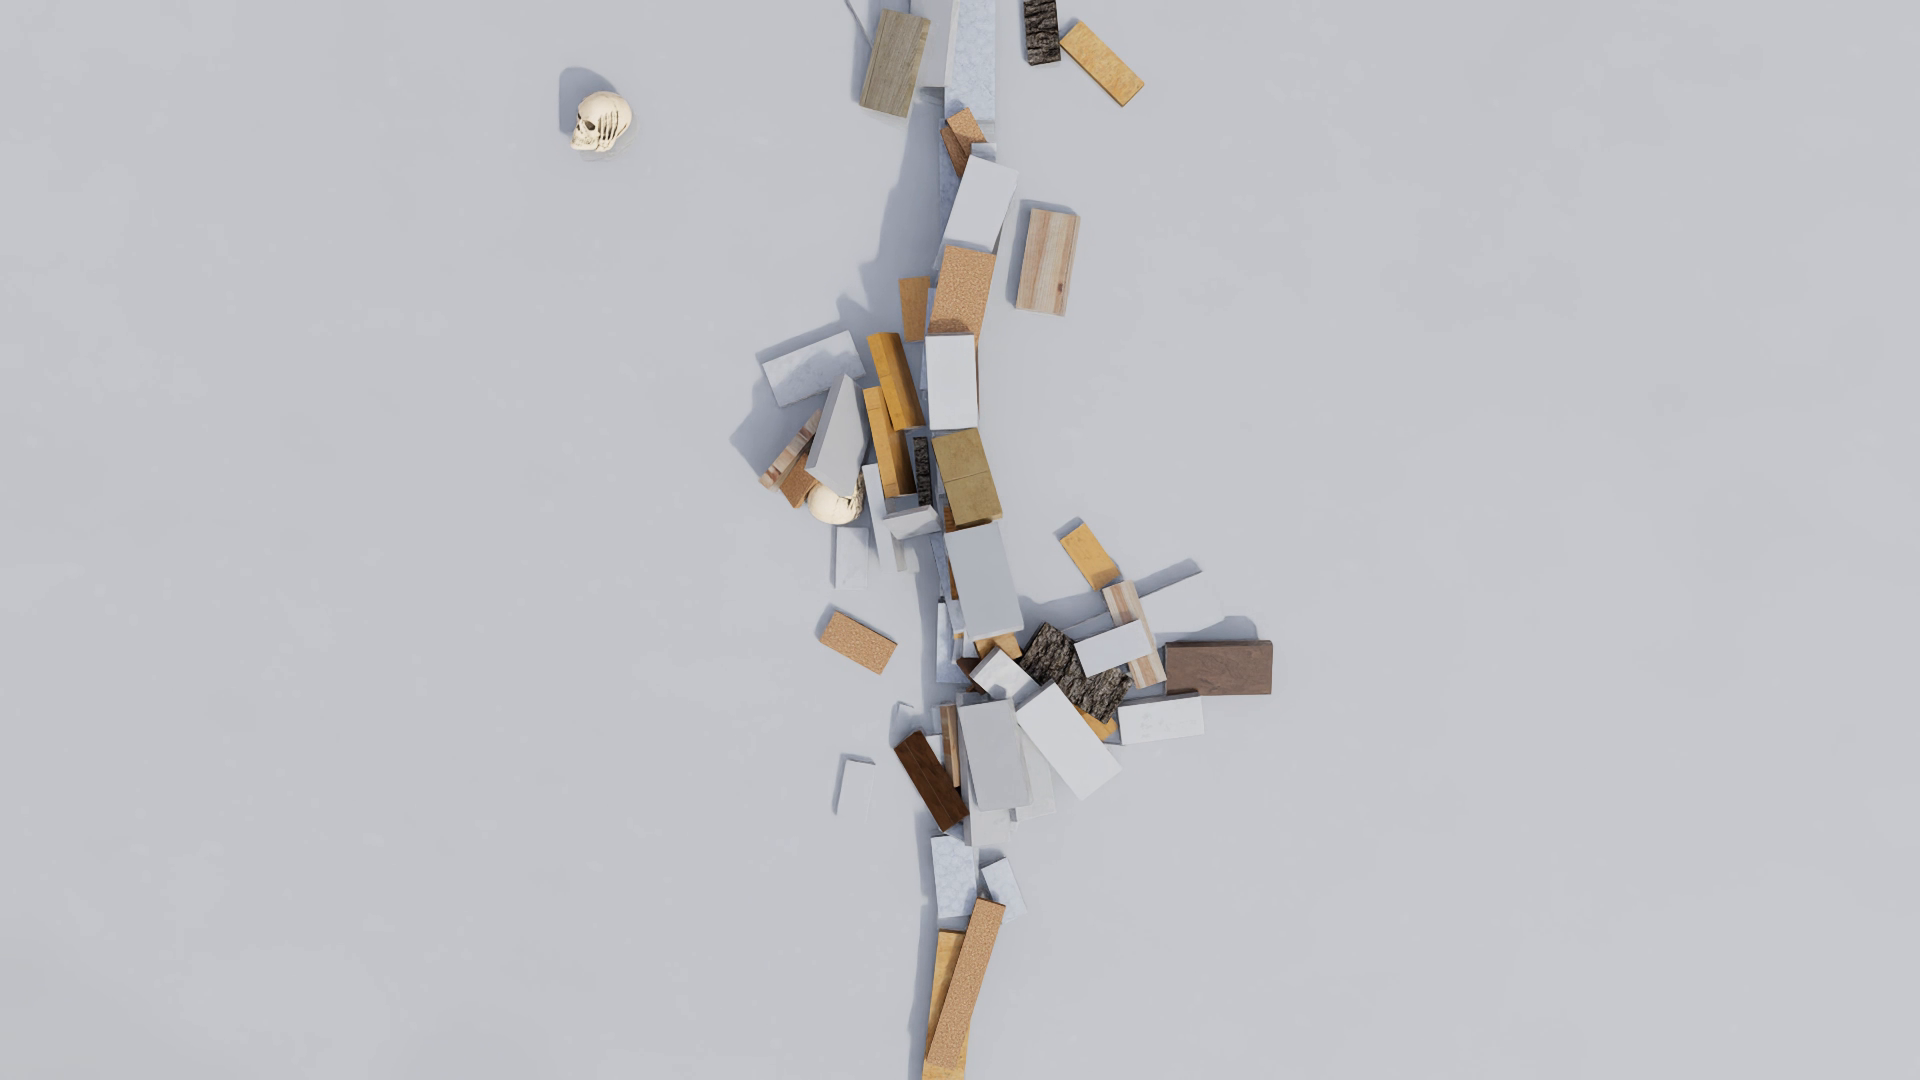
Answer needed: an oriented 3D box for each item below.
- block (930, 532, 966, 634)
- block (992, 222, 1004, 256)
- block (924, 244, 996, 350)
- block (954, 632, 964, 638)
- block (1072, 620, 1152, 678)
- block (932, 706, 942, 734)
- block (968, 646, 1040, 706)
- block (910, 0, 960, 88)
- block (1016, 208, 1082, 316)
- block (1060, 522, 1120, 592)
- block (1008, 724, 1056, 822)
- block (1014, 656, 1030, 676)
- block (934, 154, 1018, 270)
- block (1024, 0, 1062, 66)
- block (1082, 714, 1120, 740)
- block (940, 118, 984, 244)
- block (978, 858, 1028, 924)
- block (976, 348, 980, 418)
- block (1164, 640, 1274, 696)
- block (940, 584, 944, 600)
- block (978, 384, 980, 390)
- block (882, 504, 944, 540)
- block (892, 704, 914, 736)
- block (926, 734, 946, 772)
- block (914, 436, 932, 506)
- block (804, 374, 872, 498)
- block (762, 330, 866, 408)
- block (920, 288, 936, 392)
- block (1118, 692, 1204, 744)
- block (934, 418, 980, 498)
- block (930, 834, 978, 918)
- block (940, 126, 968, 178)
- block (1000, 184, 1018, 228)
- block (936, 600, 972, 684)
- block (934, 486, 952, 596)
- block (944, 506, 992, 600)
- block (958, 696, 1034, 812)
[{"bbox_3d":[0.003,0.126,5.270,0.130,0.037,0.336,-13,70,-3],"label":"block"},{"bbox_3d":[0.074,-1.082,5.404,0.145,0.041,0.290,9,101,-14],"label":"block"},{"bbox_3d":[0.002,-0.764,5.279,0.164,0.046,0.328,12,91,0],"label":"block"},{"bbox_3d":[0.041,0.181,5.366,0.137,0.039,0.275,-3,103,0],"label":"block"},{"bbox_3d":[0.499,0.354,5.390,0.233,0.033,0.117,-20,86,-6],"label":"block"},{"bbox_3d":[-0.048,0.625,5.468,0.076,0.021,0.151,-6,90,0],"label":"block"},{"bbox_3d":[0.161,0.471,5.361,0.130,0.037,0.260,-47,118,-2],"label":"block"},{"bbox_3d":[-0.092,-1.651,5.401,0.160,0.045,0.320,11,99,29],"label":"block"},{"bbox_3d":[0.293,-0.921,5.477,0.165,0.047,0.330,9,90,0],"label":"block"},{"bbox_3d":[0.432,0.057,5.485,0.103,0.029,0.207,-35,90,0],"label":"block"},{"bbox_3d":[0.217,0.756,5.405,0.152,0.043,0.304,-9,90,-29],"label":"block"},{"bbox_3d":[0.197,0.456,5.446,0.070,0.020,0.140,7,73,-31],"label":"block"},{"bbox_3d":[0.051,-1.029,5.308,0.164,0.046,0.376,19,98,-1],"label":"block"},{"bbox_3d":[0.273,-1.688,5.471,0.104,0.029,0.207,-5,90,17],"label":"block"},{"bbox_3d":[0.445,0.584,5.488,0.082,0.023,0.165,-39,90,0],"label":"block"},{"bbox_3d":[0.006,-1.123,5.479,0.145,0.041,0.547,0,90,0],"label":"block"},{"bbox_3d":[0.143,1.163,5.468,0.098,0.028,0.196,-21,90,-23],"label":"block"},{"bbox_3d":[-0.005,-0.535,5.439,0.134,0.038,0.267,-1,104,0],"label":"block"},{"bbox_3d":[0.854,0.424,5.450,0.347,0.049,0.174,-1,108,0],"label":"block"},{"bbox_3d":[0.002,0.155,5.440,0.137,0.039,0.275,2,104,0],"label":"block"},{"bbox_3d":[0.004,-0.609,5.460,0.113,0.032,0.225,-2,102,0],"label":"block"},{"bbox_3d":[-0.149,-0.056,5.270,0.184,0.026,0.092,-11,130,34],"label":"block"},{"bbox_3d":[-0.190,0.598,5.493,0.048,0.014,0.095,17,90,0],"label":"block"},{"bbox_3d":[-0.065,0.717,5.447,0.076,0.021,0.151,-9,93,0],"label":"block"},{"bbox_3d":[-0.118,-0.182,5.423,0.043,0.153,0.307,-5,90,0],"label":"block"},{"bbox_3d":[-0.379,-0.339,5.349,0.179,0.051,0.358,38,56,-39],"label":"block"},{"bbox_3d":[-0.484,-0.568,5.478,0.307,0.043,0.153,-22,90,0],"label":"block"},{"bbox_3d":[-0.034,-0.641,5.327,0.164,0.046,0.328,5,90,0],"label":"block"},{"bbox_3d":[0.663,0.590,5.456,0.274,0.039,0.137,-8,108,2],"label":"block"},{"bbox_3d":[-0.005,-0.285,5.336,0.149,0.042,0.299,-4,69,0],"label":"block"},{"bbox_3d":[-0.017,1.105,5.444,0.133,0.038,0.266,-6,90,0],"label":"block"},{"bbox_3d":[0.001,-1.287,5.428,0.081,0.023,0.163,-23,104,0],"label":"block"},{"bbox_3d":[0.066,-1.043,5.350,0.145,0.041,0.290,21,98,-1],"label":"block"},{"bbox_3d":[-0.007,0.336,5.447,0.137,0.039,0.275,2,105,0],"label":"block"},{"bbox_3d":[0.018,-0.010,5.278,0.149,0.042,0.367,-8,69,-2],"label":"block"},{"bbox_3d":[0.035,0.036,5.215,0.149,0.042,0.299,-5,69,0],"label":"block"},{"bbox_3d":[0.116,0.693,5.327,0.174,0.049,0.348,-11,92,21],"label":"block"}]
